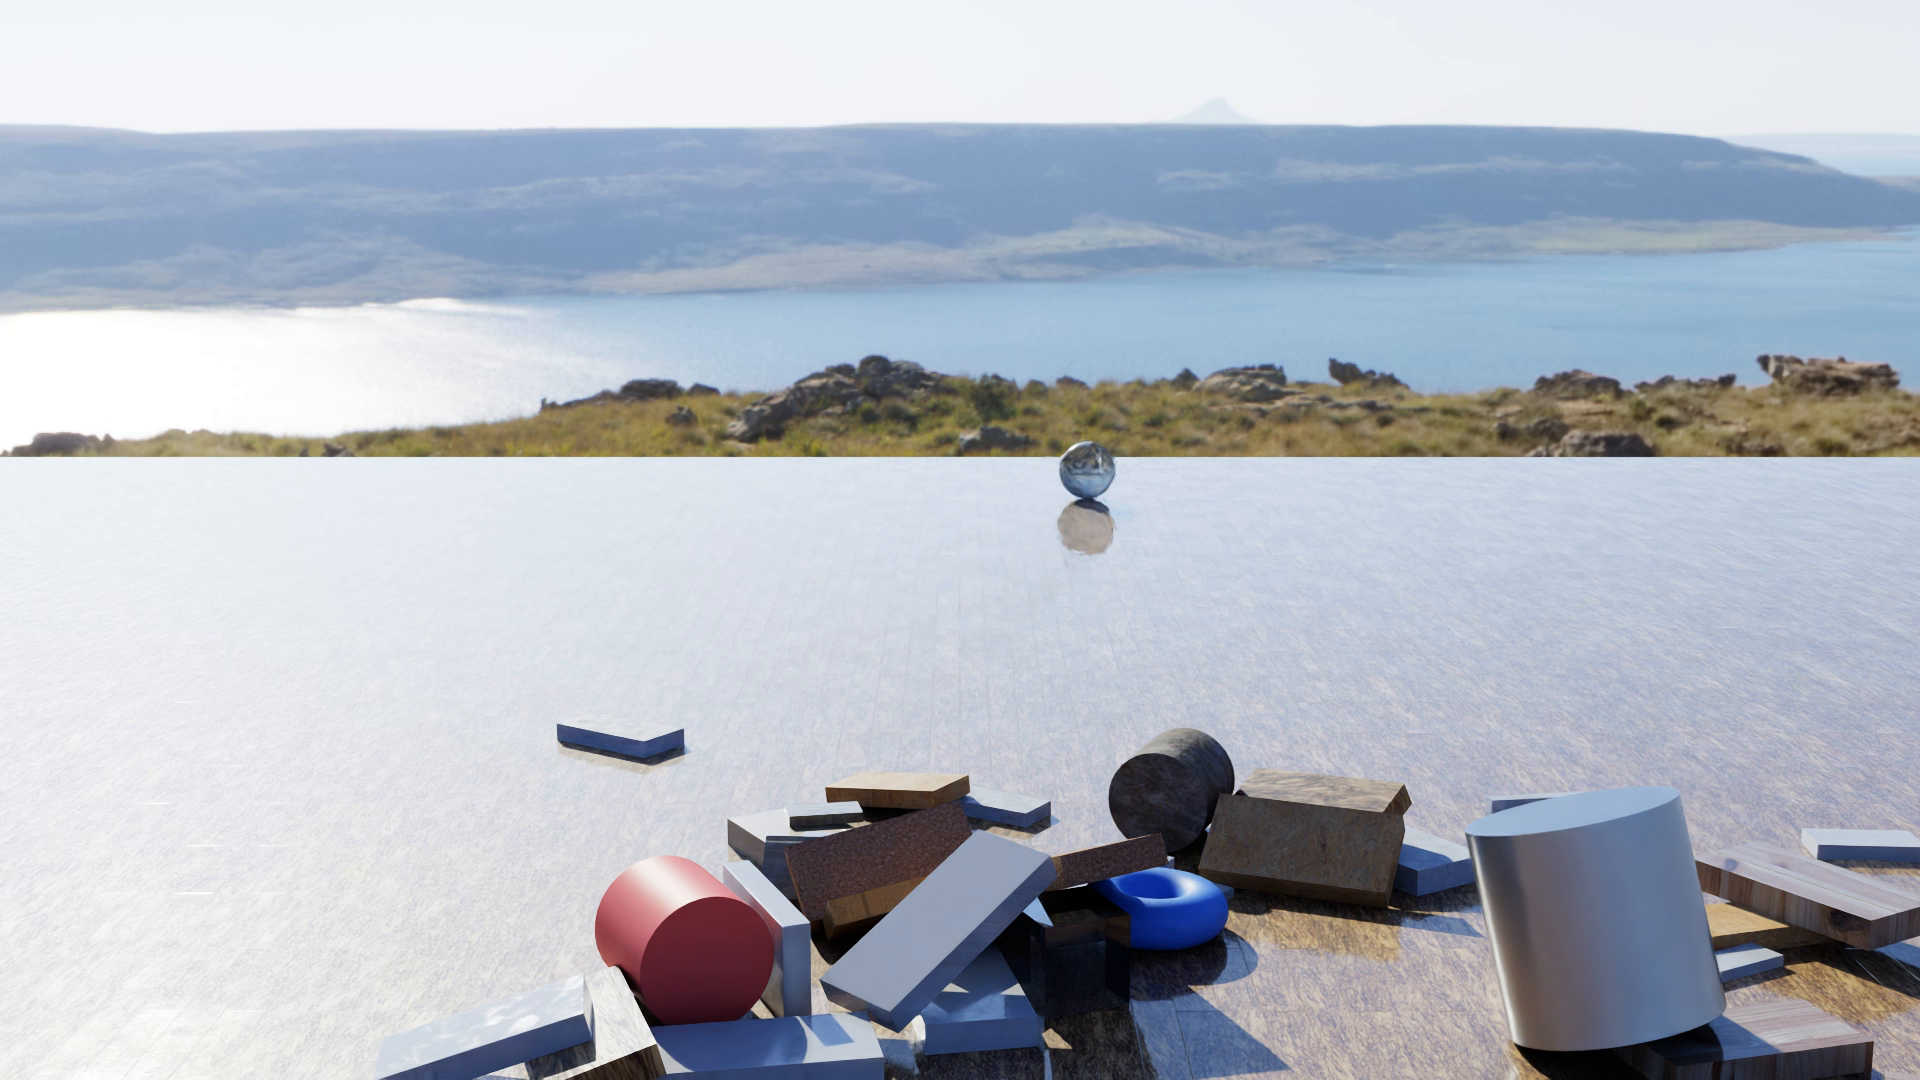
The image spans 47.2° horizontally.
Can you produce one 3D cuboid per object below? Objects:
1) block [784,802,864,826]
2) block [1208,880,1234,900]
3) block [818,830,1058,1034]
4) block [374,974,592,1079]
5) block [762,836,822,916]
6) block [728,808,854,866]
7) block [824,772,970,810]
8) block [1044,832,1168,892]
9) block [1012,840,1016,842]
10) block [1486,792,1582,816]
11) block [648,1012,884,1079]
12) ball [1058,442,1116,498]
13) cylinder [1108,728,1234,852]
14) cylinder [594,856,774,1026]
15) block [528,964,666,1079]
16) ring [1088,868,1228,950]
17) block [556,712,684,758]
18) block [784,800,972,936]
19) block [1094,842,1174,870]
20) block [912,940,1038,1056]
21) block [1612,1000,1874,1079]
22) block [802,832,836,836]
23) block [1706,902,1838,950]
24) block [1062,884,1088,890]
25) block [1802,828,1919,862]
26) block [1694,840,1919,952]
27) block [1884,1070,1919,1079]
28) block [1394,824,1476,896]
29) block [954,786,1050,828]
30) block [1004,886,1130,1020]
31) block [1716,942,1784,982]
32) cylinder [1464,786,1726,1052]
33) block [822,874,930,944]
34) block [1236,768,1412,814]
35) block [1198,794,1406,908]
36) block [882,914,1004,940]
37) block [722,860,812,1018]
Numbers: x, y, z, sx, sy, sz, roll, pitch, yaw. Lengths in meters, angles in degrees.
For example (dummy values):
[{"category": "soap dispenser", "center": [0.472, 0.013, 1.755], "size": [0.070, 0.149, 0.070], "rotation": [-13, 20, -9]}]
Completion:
[{"category": "block", "center": [-0.242, 0.487, 3.909], "size": [0.131, 0.019, 0.066], "rotation": [-2, 11, -11]}, {"category": "block", "center": [0.398, 0.589, 3.632], "size": [0.054, 0.015, 0.108], "rotation": [10, 14, 43]}, {"category": "block", "center": [-0.028, 0.558, 3.170], "size": [0.148, 0.042, 0.350], "rotation": [13, 42, 44]}, {"category": "block", "center": [-0.634, 0.668, 2.942], "size": [0.282, 0.040, 0.141], "rotation": [-17, 13, -6]}, {"category": "block", "center": [-0.181, 0.550, 3.592], "size": [0.282, 0.040, 0.141], "rotation": [1, 37, 0]}, {"category": "block", "center": [-0.255, 0.538, 3.817], "size": [0.171, 0.048, 0.341], "rotation": [-6, 12, -30]}, {"category": "block", "center": [-0.118, 0.470, 4.135], "size": [0.245, 0.035, 0.122], "rotation": [-2, 8, 33]}, {"category": "block", "center": [0.174, 0.512, 3.429], "size": [0.171, 0.048, 0.341], "rotation": [-9, -9, -21]}, {"category": "block", "center": [0.068, 0.549, 3.847], "size": [0.054, 0.015, 0.108], "rotation": [1, 11, 3]}, {"category": "block", "center": [1.026, 0.499, 3.906], "size": [0.184, 0.092, 0.026], "rotation": [-2, 11, -9]}, {"category": "block", "center": [-0.270, 0.698, 2.965], "size": [0.316, 0.045, 0.158], "rotation": [-2, 11, -10]}, {"category": "ball", "center": [0.438, -0.241, 7.601], "size": [0.197, 0.197, 0.197], "rotation": [0, 11, 0]}, {"category": "cylinder", "center": [0.381, 0.447, 3.944], "size": [0.182, 0.182, 0.182], "rotation": [4, 11, 22]}, {"category": "cylinder", "center": [-0.400, 0.580, 3.173], "size": [0.200, 0.200, 0.200], "rotation": [-5, 12, -27]}, {"category": "block", "center": [-0.505, 0.672, 2.965], "size": [0.158, 0.045, 0.316], "rotation": [-19, 13, -14]}, {"category": "ring", "center": [0.307, 0.584, 3.489], "size": [0.238, 0.079, 0.238], "rotation": [1, 10, 0]}, {"category": "block", "center": [-0.707, 0.404, 4.578], "size": [0.245, 0.035, 0.122], "rotation": [7, 13, 34]}, {"category": "block", "center": [-0.119, 0.526, 3.533], "size": [0.295, 0.042, 0.148], "rotation": [-14, 50, -11]}, {"category": "block", "center": [0.289, 0.554, 3.669], "size": [0.142, 0.071, 0.020], "rotation": [7, 12, 32]}, {"category": "block", "center": [0.000, 0.656, 3.190], "size": [0.158, 0.045, 0.316], "rotation": [-2, 11, -11]}, {"category": "block", "center": [1.067, 0.692, 3.003], "size": [0.304, 0.043, 0.152], "rotation": [-3, 11, -16]}, {"category": "block", "center": [-0.206, 0.518, 3.741], "size": [0.131, 0.019, 0.066], "rotation": [2, 11, 9]}, {"category": "block", "center": [1.223, 0.610, 3.465], "size": [0.313, 0.035, 0.122], "rotation": [-3, 11, -18]}, {"category": "block", "center": [0.184, 0.579, 3.685], "size": [0.054, 0.015, 0.108], "rotation": [-2, 11, -13]}, {"category": "block", "center": [1.593, 0.538, 3.879], "size": [0.184, 0.026, 0.092], "rotation": [1, 11, 4]}, {"category": "block", "center": [1.354, 0.562, 3.499], "size": [0.171, 0.048, 0.341], "rotation": [-6, 12, -31]}, {"category": "block", "center": [1.228, 0.746, 2.713], "size": [0.152, 0.043, 0.304], "rotation": [4, 11, 20]}, {"category": "block", "center": [0.739, 0.539, 3.823], "size": [0.157, 0.045, 0.315], "rotation": [-7, 13, -33]}, {"category": "block", "center": [0.067, 0.496, 4.103], "size": [0.185, 0.026, 0.092], "rotation": [7, 12, 31]}, {"category": "block", "center": [0.157, 0.603, 3.225], "size": [0.137, 0.137, 0.137], "rotation": [-5, 11, -23]}, {"category": "block", "center": [1.081, 0.652, 3.287], "size": [0.361, 0.018, 0.063], "rotation": [-6, 12, -29]}, {"category": "cylinder", "center": [0.878, 0.519, 3.045], "size": [0.294, 0.294, 0.294], "rotation": [-12, -1, 0]}, {"category": "block", "center": [-0.068, 0.559, 3.409], "size": [0.282, 0.040, 0.141], "rotation": [-13, -19, -12]}, {"category": "block", "center": [0.616, 0.480, 3.867], "size": [0.315, 0.045, 0.158], "rotation": [1, 34, 44]}, {"category": "block", "center": [0.574, 0.519, 3.691], "size": [0.315, 0.045, 0.158], "rotation": [4, 49, 22]}, {"category": "block", "center": [0.047, 0.583, 3.373], "size": [0.304, 0.043, 0.152], "rotation": [2, -7, -43]}, {"category": "block", "center": [-0.288, 0.592, 3.256], "size": [0.042, 0.148, 0.295], "rotation": [-4, 11, -22]}]
